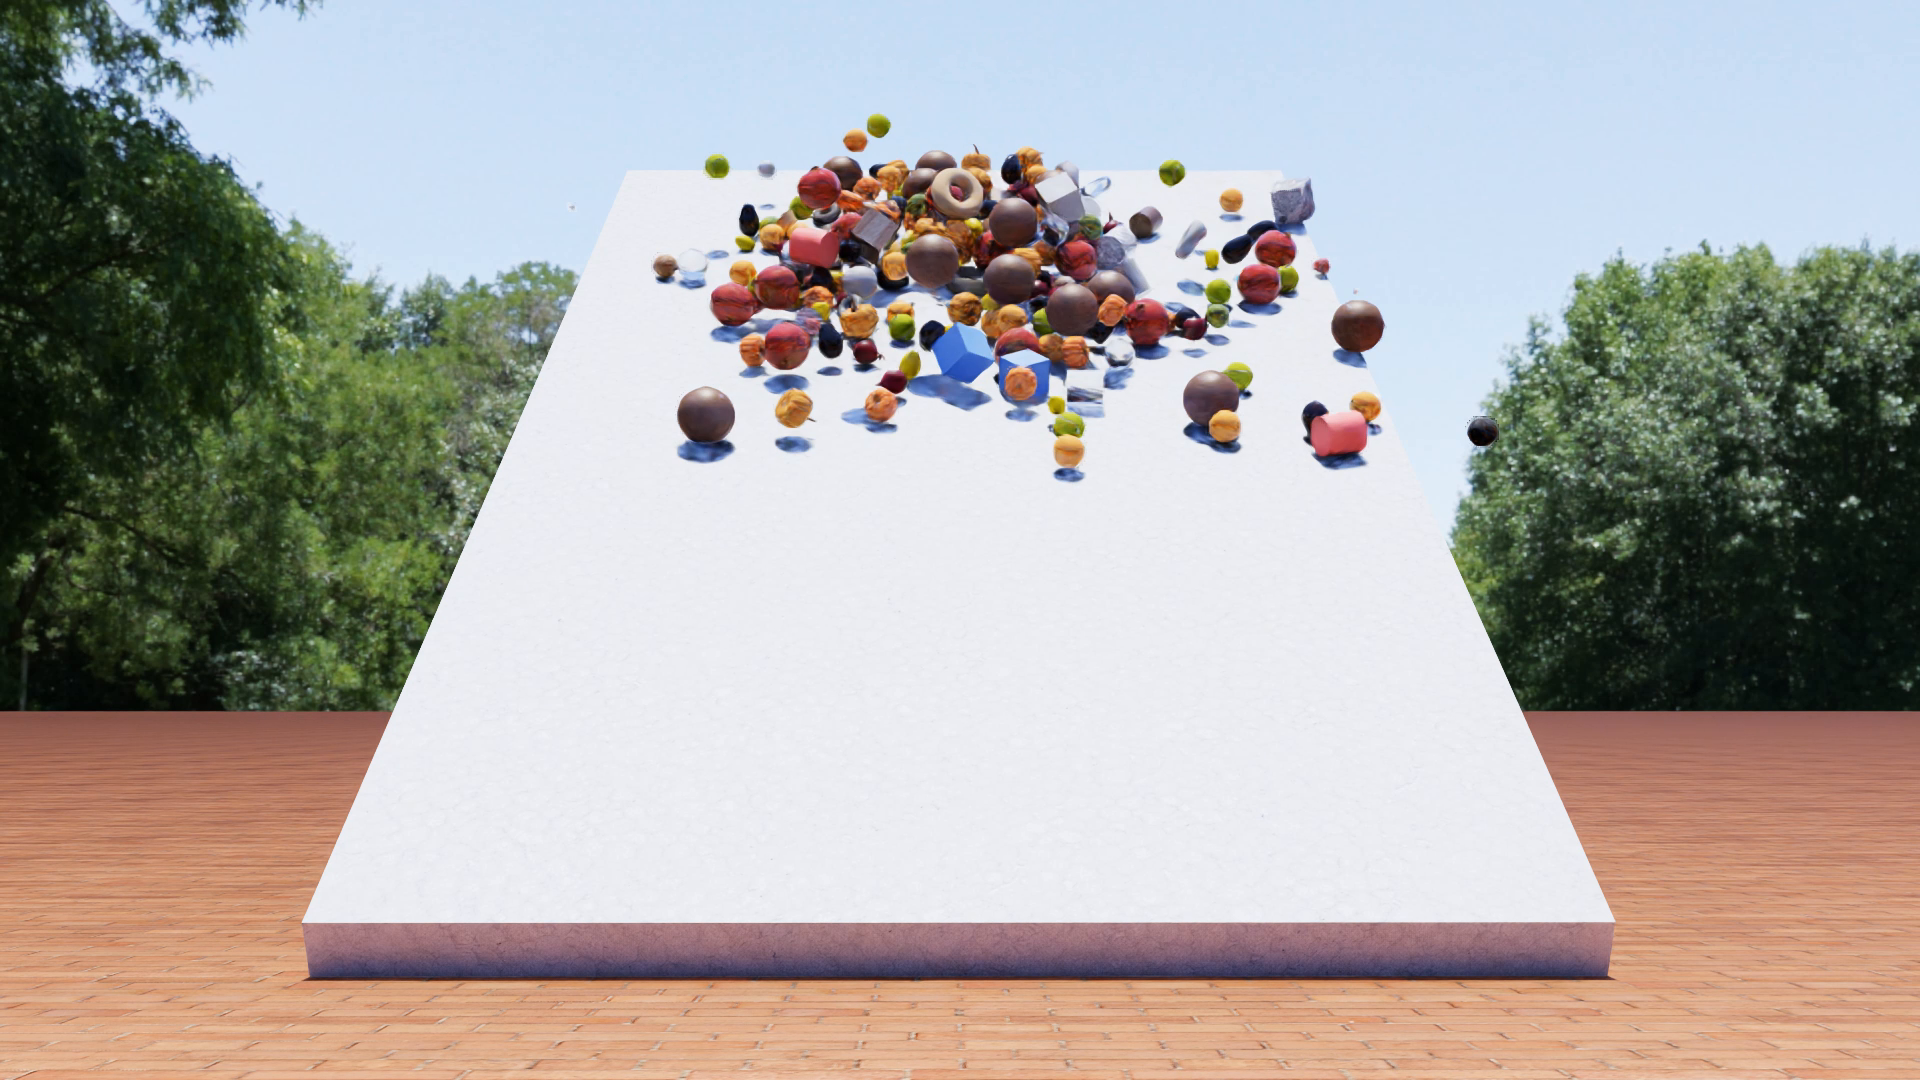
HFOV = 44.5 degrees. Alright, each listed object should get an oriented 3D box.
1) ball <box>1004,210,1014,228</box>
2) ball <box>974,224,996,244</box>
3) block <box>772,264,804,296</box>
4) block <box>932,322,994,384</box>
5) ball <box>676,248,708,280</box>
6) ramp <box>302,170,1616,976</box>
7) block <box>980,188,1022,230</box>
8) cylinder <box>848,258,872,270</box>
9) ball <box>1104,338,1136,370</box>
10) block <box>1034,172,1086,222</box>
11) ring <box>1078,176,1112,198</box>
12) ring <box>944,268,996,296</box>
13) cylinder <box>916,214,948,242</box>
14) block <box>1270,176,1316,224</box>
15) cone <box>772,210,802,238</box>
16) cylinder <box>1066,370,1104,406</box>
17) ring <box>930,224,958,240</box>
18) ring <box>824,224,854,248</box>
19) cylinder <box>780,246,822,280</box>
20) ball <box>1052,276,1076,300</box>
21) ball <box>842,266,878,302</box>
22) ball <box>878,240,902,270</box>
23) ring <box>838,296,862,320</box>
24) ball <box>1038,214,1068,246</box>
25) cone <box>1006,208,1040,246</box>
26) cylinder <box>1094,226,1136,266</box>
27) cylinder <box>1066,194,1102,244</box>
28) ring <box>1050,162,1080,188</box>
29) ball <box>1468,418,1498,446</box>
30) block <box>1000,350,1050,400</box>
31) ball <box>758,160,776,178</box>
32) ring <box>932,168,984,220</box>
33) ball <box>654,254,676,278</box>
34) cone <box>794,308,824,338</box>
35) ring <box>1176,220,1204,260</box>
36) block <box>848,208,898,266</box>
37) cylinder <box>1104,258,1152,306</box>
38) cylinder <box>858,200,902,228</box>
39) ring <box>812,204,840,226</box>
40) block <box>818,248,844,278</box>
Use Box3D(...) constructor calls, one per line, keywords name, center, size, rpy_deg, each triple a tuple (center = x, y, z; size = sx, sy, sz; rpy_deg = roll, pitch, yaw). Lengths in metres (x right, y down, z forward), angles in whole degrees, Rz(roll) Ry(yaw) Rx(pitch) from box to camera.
Box3D(name="ball", center=(0.147, -0.898, 6.586), size=(0.052, 0.052, 0.052), rpy_deg=(0, -4, 0))
Box3D(name="ball", center=(0.069, -0.850, 6.516), size=(0.058, 0.058, 0.058), rpy_deg=(0, -4, 0))
Box3D(name="block", center=(-0.452, -0.683, 6.170), size=(0.060, 0.060, 0.060), rpy_deg=(19, 31, 35))
Box3D(name="block", center=(0.007, -0.439, 5.522), size=(0.091, 0.091, 0.091), rpy_deg=(16, -47, -43))
Box3D(name="ball", center=(-0.712, -0.733, 6.245), size=(0.084, 0.084, 0.084), rpy_deg=(0, -4, 0))
Box3D(name="ramp", center=(-0.009, -0.229, 5.401), size=(2.000, 0.100, 4.000), rpy_deg=(0, 25, 0))
Box3D(name="block", center=(0.114, -0.941, 6.665), size=(0.079, 0.079, 0.079), rpy_deg=(19, -36, 33))
Box3D(name="cylinder", center=(-0.264, -0.707, 6.193), size=(0.062, 0.062, 0.062), rpy_deg=(0, -3, -5))
Box3D(name="ball", center=(0.384, -0.447, 5.659), size=(0.075, 0.075, 0.075), rpy_deg=(0, -4, 0))
Box3D(name="block", center=(0.268, -0.911, 6.293), size=(0.092, 0.092, 0.092), rpy_deg=(-26, -44, -4))
Box3D(name="ring", center=(0.375, -0.991, 6.654), size=(0.123, 0.041, 0.123), rpy_deg=(-28, 4, 2))
Box3D(name="ring", center=(0.027, -0.680, 6.180), size=(0.139, 0.046, 0.139), rpy_deg=(4, 27, -2))
Box3D(name="cylinder", center=(-0.077, -0.851, 6.411), size=(0.073, 0.073, 0.073), rpy_deg=(1, 3, -18))
Box3D(name="block", center=(0.951, -0.970, 6.708), size=(0.098, 0.098, 0.098), rpy_deg=(-4, 25, 22))
Box3D(name="cone", center=(-0.459, -0.861, 6.553), size=(0.091, 0.091, 0.091), rpy_deg=(35, 2, 11))
Box3D(name="cylinder", center=(0.289, -0.354, 5.447), size=(0.085, 0.085, 0.085), rpy_deg=(1, -4, 0))
Box3D(name="ring", center=(-0.041, -0.830, 6.320), size=(0.078, 0.026, 0.078), rpy_deg=(-16, 8, 2))
Box3D(name="ring", center=(-0.332, -0.845, 6.532), size=(0.121, 0.040, 0.121), rpy_deg=(3, 28, -2))
Box3D(name="cylinder", center=(-0.417, -0.739, 6.244), size=(0.092, 0.092, 0.092), rpy_deg=(-3, -5, 29))
Box3D(name="ball", center=(0.273, -0.658, 6.117), size=(0.062, 0.062, 0.062), rpy_deg=(0, -4, 0))
Box3D(name="ball", center=(-0.252, -0.649, 5.934), size=(0.090, 0.090, 0.090), rpy_deg=(0, -4, 0))
Box3D(name="ball", center=(-0.200, -0.774, 6.332), size=(0.087, 0.087, 0.087), rpy_deg=(0, -4, 0))
Box3D(name="ring", center=(-0.275, -0.583, 5.885), size=(0.075, 0.075, 0.025), rpy_deg=(-5, -41, 49))
Box3D(name="ball", center=(0.247, -0.817, 6.189), size=(0.081, 0.081, 0.081), rpy_deg=(0, -4, 0))
Box3D(name="cone", center=(0.165, -0.882, 6.530), size=(0.096, 0.096, 0.096), rpy_deg=(-10, 25, 5))
Box3D(name="cylinder", center=(0.424, -0.799, 6.387), size=(0.088, 0.088, 0.088), rpy_deg=(-2, 21, 29))
Box3D(name="cylinder", center=(0.327, -0.881, 6.451), size=(0.097, 0.097, 0.097), rpy_deg=(1, -28, -20))
Box3D(name="ring", center=(0.297, -1.015, 6.735), size=(0.049, 0.146, 0.146), rpy_deg=(9, -7, -23))
Box3D(name="ball", center=(1.214, -0.251, 5.453), size=(0.068, 0.068, 0.068), rpy_deg=(0, -4, 0))
Box3D(name="block", center=(0.152, -0.389, 5.525), size=(0.084, 0.084, 0.084), rpy_deg=(-17, 30, -32))
Box3D(name="ball", center=(-0.567, -1.086, 6.868), size=(0.053, 0.053, 0.053), rpy_deg=(0, -4, 0))
Box3D(name="ring", center=(-0.006, -0.914, 6.201), size=(0.149, 0.149, 0.050), rpy_deg=(2, -18, -26))
Box3D(name="ball", center=(-0.787, -0.732, 6.268), size=(0.063, 0.063, 0.063), rpy_deg=(0, -4, 0))
Box3D(name="cone", center=(-0.393, -0.539, 5.895), size=(0.078, 0.078, 0.078), rpy_deg=(2, -4, -23))
Box3D(name="ring", center=(0.611, -0.798, 6.233), size=(0.038, 0.115, 0.115), rpy_deg=(30, -8, -5))
Box3D(name="block", center=(-0.227, -0.795, 6.145), size=(0.091, 0.091, 0.091), rpy_deg=(33, -21, 3))
Box3D(name="cylinder", center=(0.433, -0.662, 6.043), size=(0.090, 0.090, 0.090), rpy_deg=(-29, -5, -3))
Box3D(name="cylinder", center=(-0.226, -0.908, 6.610), size=(0.089, 0.089, 0.089), rpy_deg=(-16, 5, -31))
Box3D(name="ring", center=(-0.381, -0.931, 6.702), size=(0.087, 0.087, 0.029), rpy_deg=(-2, -48, 27))
Box3D(name="block", center=(-0.340, -0.731, 6.193), size=(0.057, 0.057, 0.057), rpy_deg=(-2, -25, 4))
